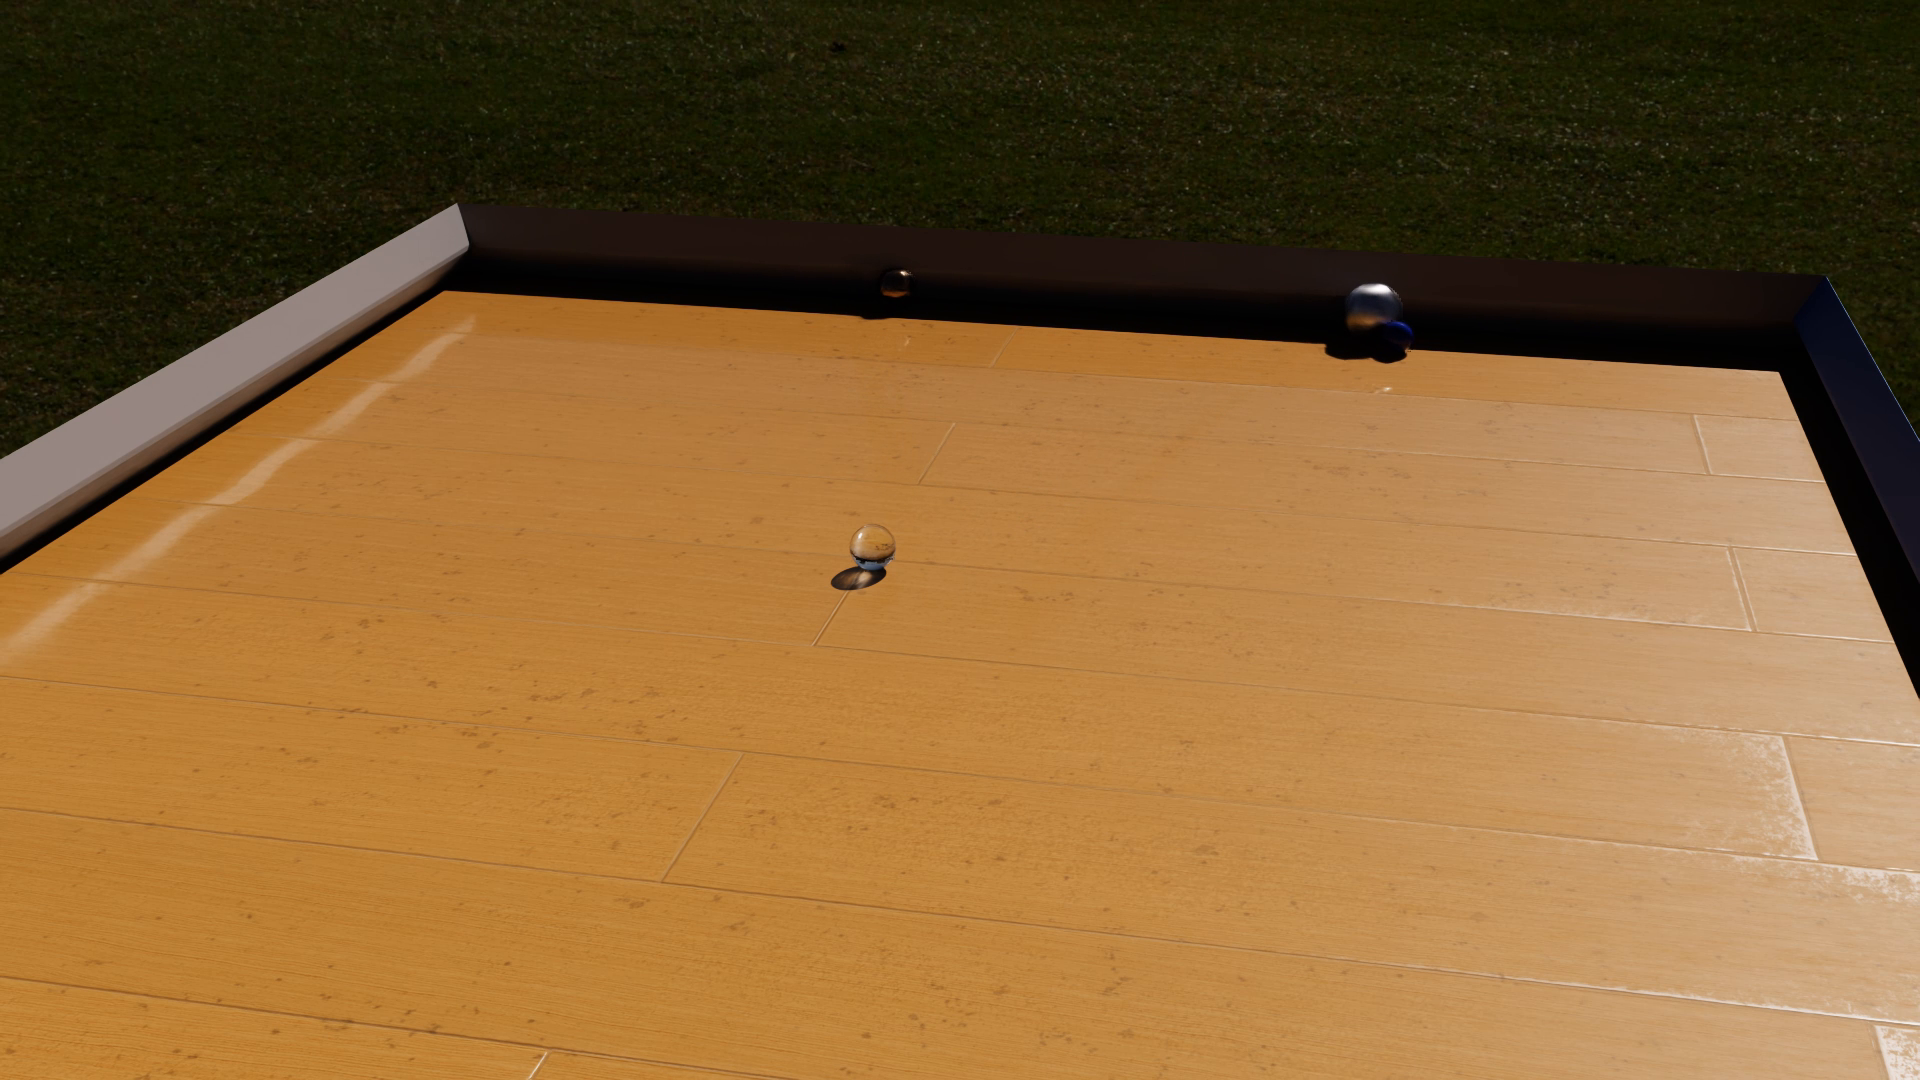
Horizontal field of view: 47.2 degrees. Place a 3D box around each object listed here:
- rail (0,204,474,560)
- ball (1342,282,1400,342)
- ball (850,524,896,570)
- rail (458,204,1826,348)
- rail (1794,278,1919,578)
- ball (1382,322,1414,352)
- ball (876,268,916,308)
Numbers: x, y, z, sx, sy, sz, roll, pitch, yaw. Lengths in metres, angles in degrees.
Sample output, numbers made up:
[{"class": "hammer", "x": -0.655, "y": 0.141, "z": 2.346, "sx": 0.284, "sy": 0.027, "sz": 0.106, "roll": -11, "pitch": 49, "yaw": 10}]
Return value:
[{"class": "rail", "x": -1.286, "y": 0.290, "z": 1.794, "sx": 0.045, "sy": 0.116, "sz": 4.350, "roll": 5, "pitch": 23, "yaw": 11}, {"class": "ball", "x": 0.635, "y": -0.352, "z": 3.396, "sx": 0.089, "sy": 0.089, "sz": 0.089, "roll": 0, "pitch": 22, "yaw": 0}, {"class": "ball", "x": -0.102, "y": 0.009, "z": 2.563, "sx": 0.054, "sy": 0.054, "sz": 0.054, "roll": 0, "pitch": 22, "yaw": 0}, {"class": "rail", "x": 0.220, "y": -0.424, "z": 3.534, "sx": 2.216, "sy": 0.116, "sz": 0.045, "roll": 5, "pitch": 23, "yaw": 11}, {"class": "rail", "x": 0.835, "y": 0.460, "z": 1.379, "sx": 0.045, "sy": 0.116, "sz": 4.350, "roll": 5, "pitch": 23, "yaw": 11}, {"class": "ball", "x": 0.665, "y": -0.309, "z": 3.345, "sx": 0.047, "sy": 0.047, "sz": 0.047, "roll": 0, "pitch": 22, "yaw": 0}, {"class": "ball", "x": -0.104, "y": -0.408, "z": 3.565, "sx": 0.064, "sy": 0.064, "sz": 0.064, "roll": 0, "pitch": 22, "yaw": 0}]
